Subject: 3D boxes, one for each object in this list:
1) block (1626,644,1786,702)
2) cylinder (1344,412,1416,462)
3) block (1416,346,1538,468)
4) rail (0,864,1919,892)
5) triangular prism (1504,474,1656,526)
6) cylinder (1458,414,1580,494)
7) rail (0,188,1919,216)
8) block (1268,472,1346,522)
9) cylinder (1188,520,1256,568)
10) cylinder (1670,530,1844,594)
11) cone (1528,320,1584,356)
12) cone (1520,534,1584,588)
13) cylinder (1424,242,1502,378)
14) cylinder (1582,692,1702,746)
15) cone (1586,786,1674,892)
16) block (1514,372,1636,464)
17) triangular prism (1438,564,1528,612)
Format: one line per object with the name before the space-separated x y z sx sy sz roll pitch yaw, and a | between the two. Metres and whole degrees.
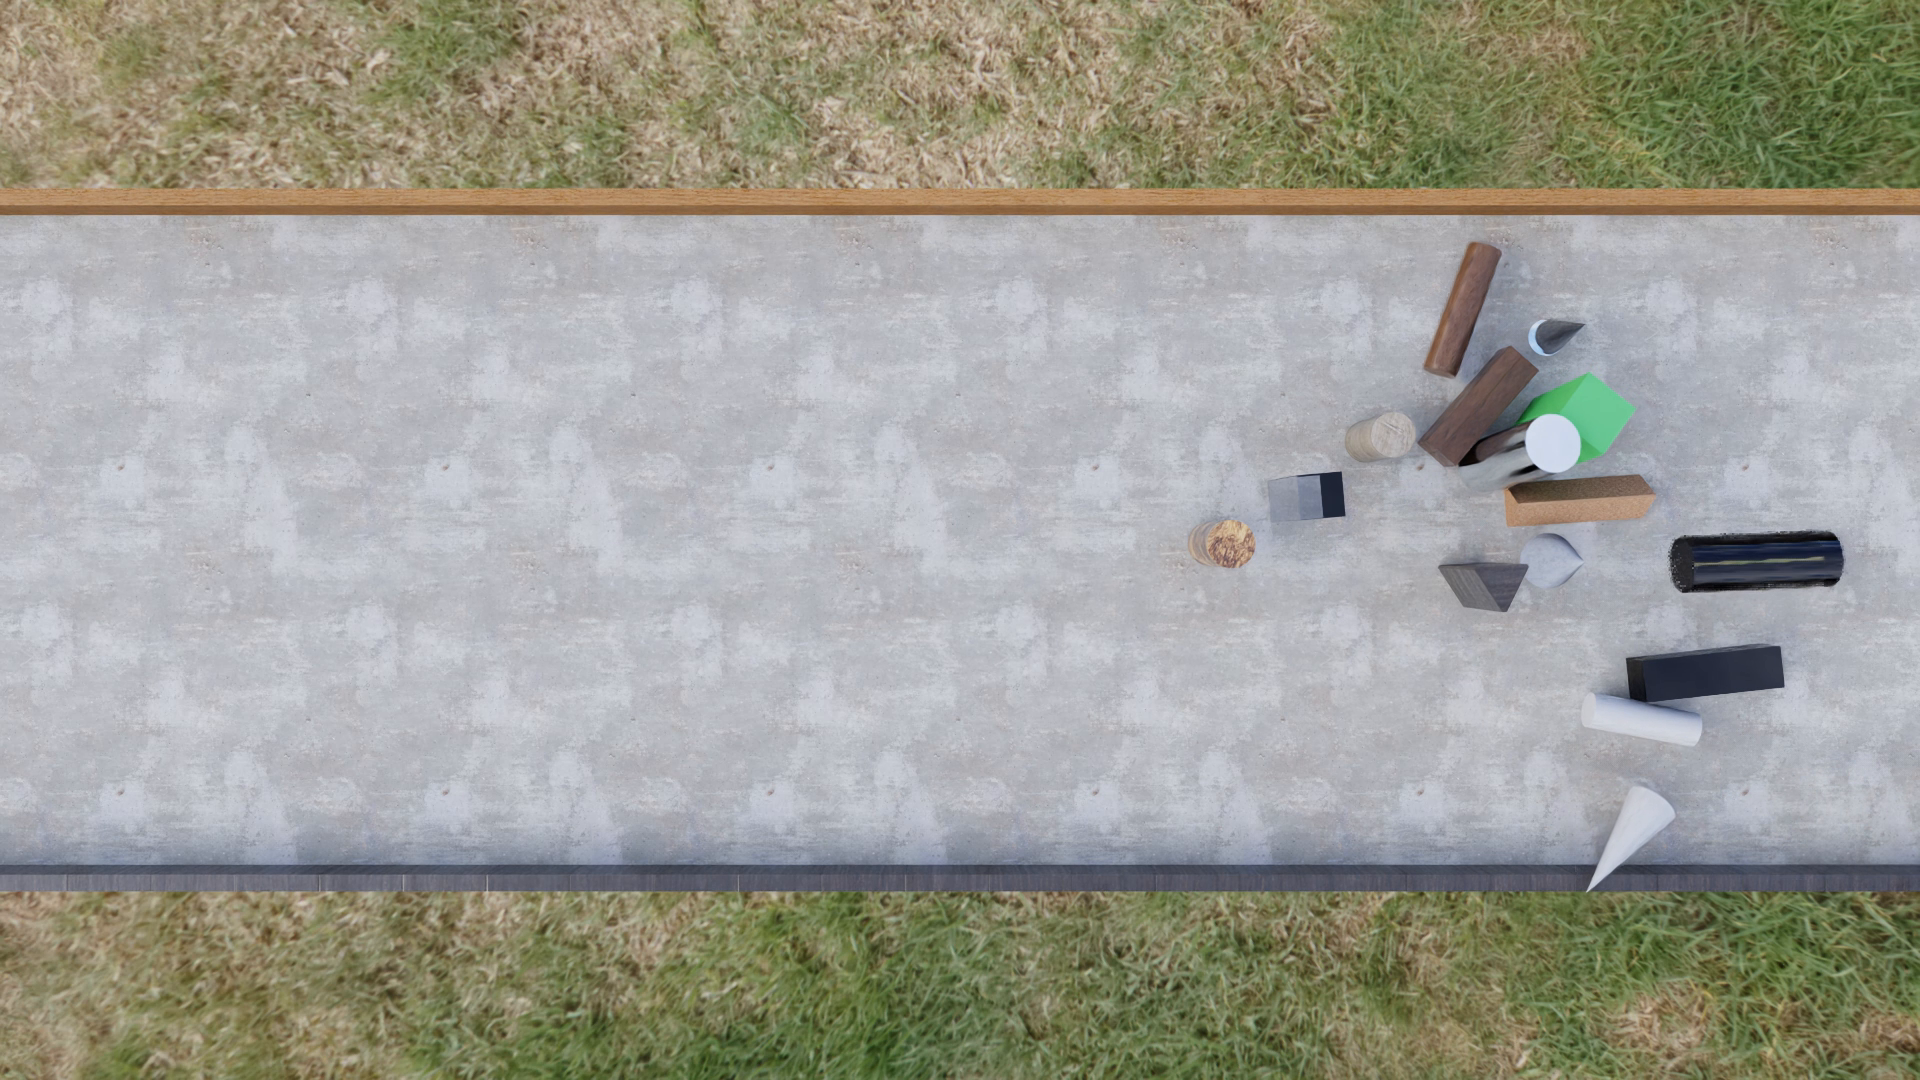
block | 2.263 0.403 5.014 0.417 0.126 0.126 -6 90 0
cylinder | 1.249 -0.303 4.915 0.130 0.324 0.130 0 90 0
block | 1.575 -0.404 5.019 0.114 0.114 0.381 41 90 0
rail | -2.247 1.025 5.001 12.000 0.150 0.050 0 90 0
triangular prism | 1.886 -0.120 5.016 0.416 0.114 0.132 -4 90 0
cylinder | 1.638 -0.248 4.851 0.168 0.427 0.168 1 83 -9
rail | -2.247 -1.025 5.002 12.000 0.150 0.050 0 90 0
block | 1.015 -0.124 4.855 0.127 0.443 0.127 -5 90 0
cylinder | 0.769 0.012 4.874 0.137 0.405 0.137 0 90 0
cylinder | 2.406 0.067 4.991 0.443 0.171 0.171 -3 90 0
cone | 1.806 -0.624 4.918 0.113 0.317 0.113 0 90 0
cone | 1.810 0.064 4.926 0.171 0.301 0.171 0 90 0
cylinder | 1.532 -0.699 5.026 0.101 0.101 0.404 20 90 0
cylinder | 2.074 0.546 5.023 0.325 0.108 0.108 10 90 0
cone | 1.977 0.924 4.945 0.147 0.147 0.370 45 71 0
block | 1.798 -0.339 4.884 0.171 0.363 0.171 38 81 0
triangular prism | 1.568 0.108 4.891 0.131 0.371 0.151 -34 90 0
